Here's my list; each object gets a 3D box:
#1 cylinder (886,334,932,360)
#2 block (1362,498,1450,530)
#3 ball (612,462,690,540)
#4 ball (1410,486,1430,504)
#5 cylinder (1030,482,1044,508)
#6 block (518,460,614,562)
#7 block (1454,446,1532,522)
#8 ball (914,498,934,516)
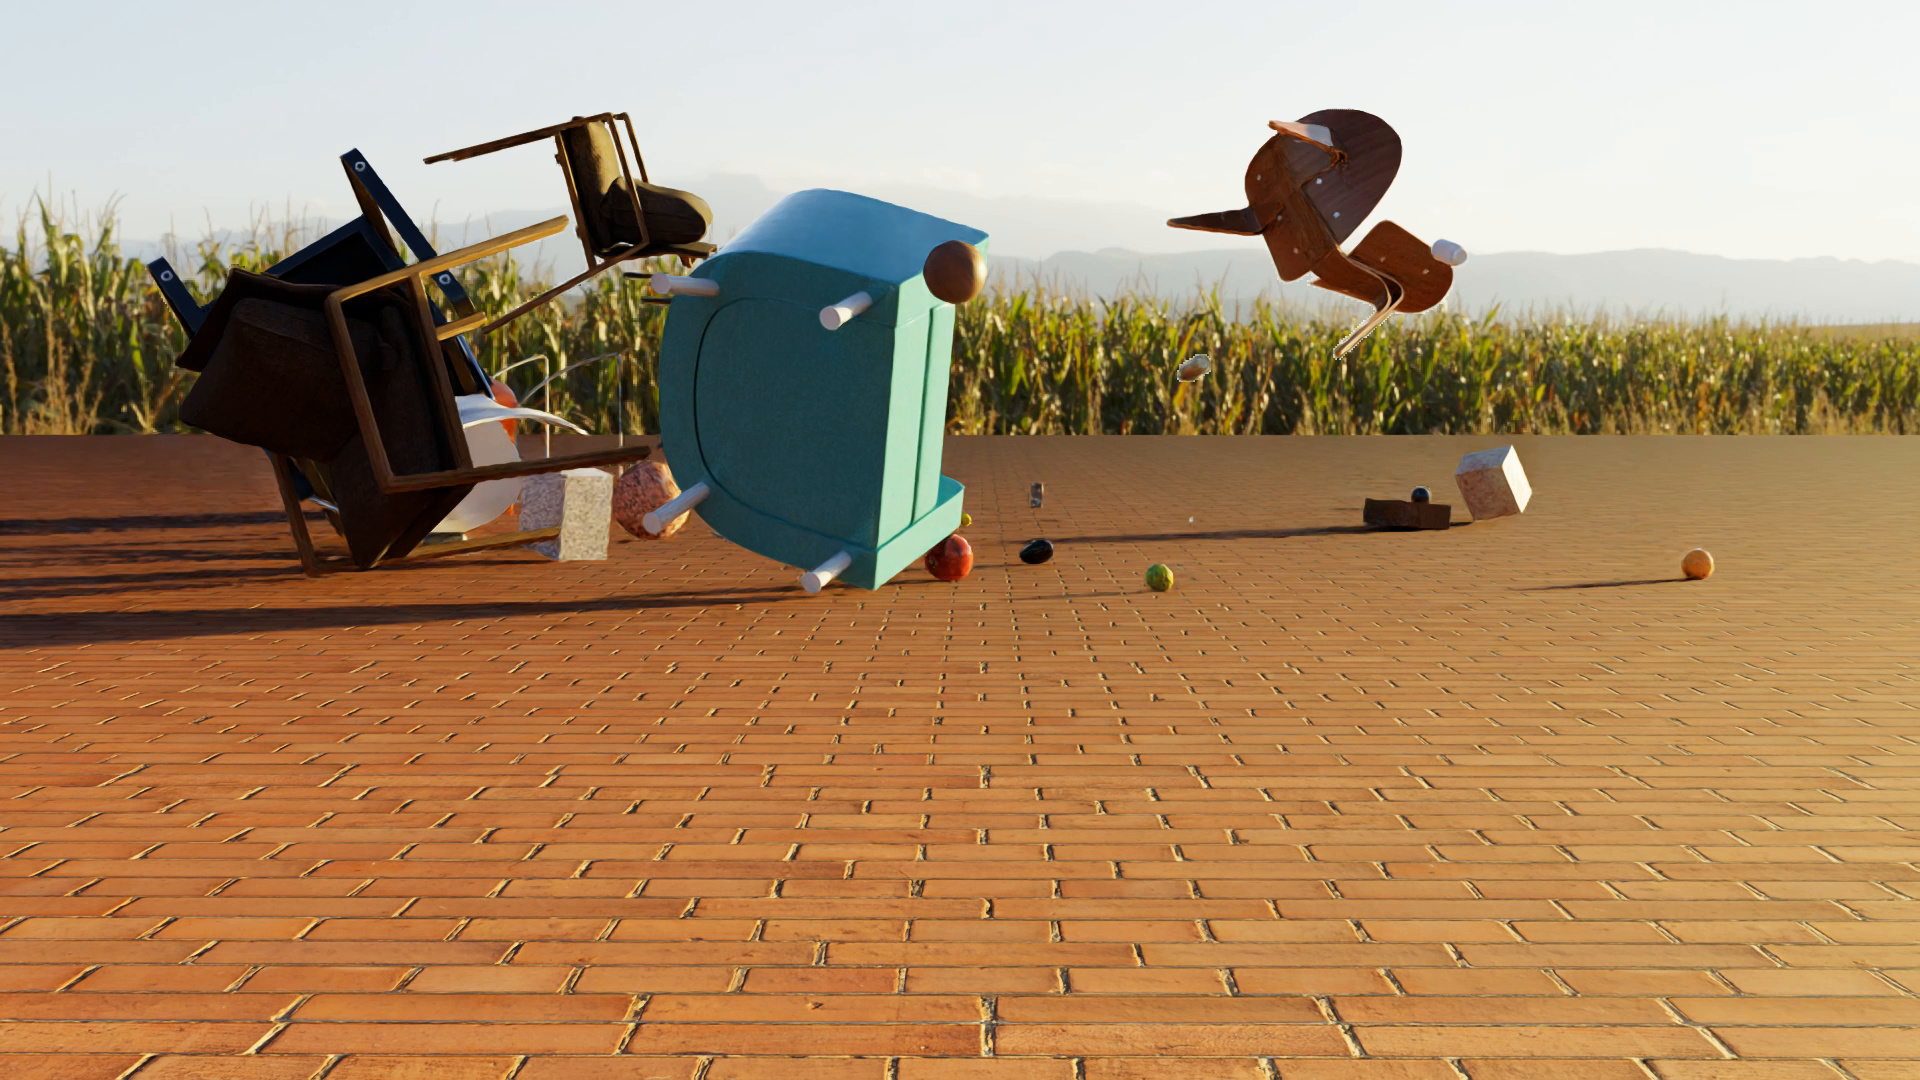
[{"bbox_3d":[-0.180,-0.690,7.846,0.146,0.073,0.080,3,21,27],"label":"cylinder"},{"bbox_3d":[1.437,-0.083,7.072,0.173,0.078,0.216,4,1,-30],"label":"block"},{"bbox_3d":[-0.912,-0.115,6.495,0.230,0.230,0.230,0,4,0],"label":"ball"},{"bbox_3d":[1.764,-0.166,8.422,0.075,0.075,0.075,0,4,0],"label":"ball"},{"bbox_3d":[0.292,-0.172,8.360,0.034,0.092,0.060,-4,8,-41],"label":"cylinder"},{"bbox_3d":[-1.040,-0.079,5.799,0.141,0.226,0.223,-2,13,-40],"label":"block"},{"bbox_3d":[1.800,-0.191,7.429,0.174,0.191,0.130,-11,28,37],"label":"block"},{"bbox_3d":[-0.129,-0.118,7.776,0.067,0.067,0.067,0,4,0],"label":"ball"}]
